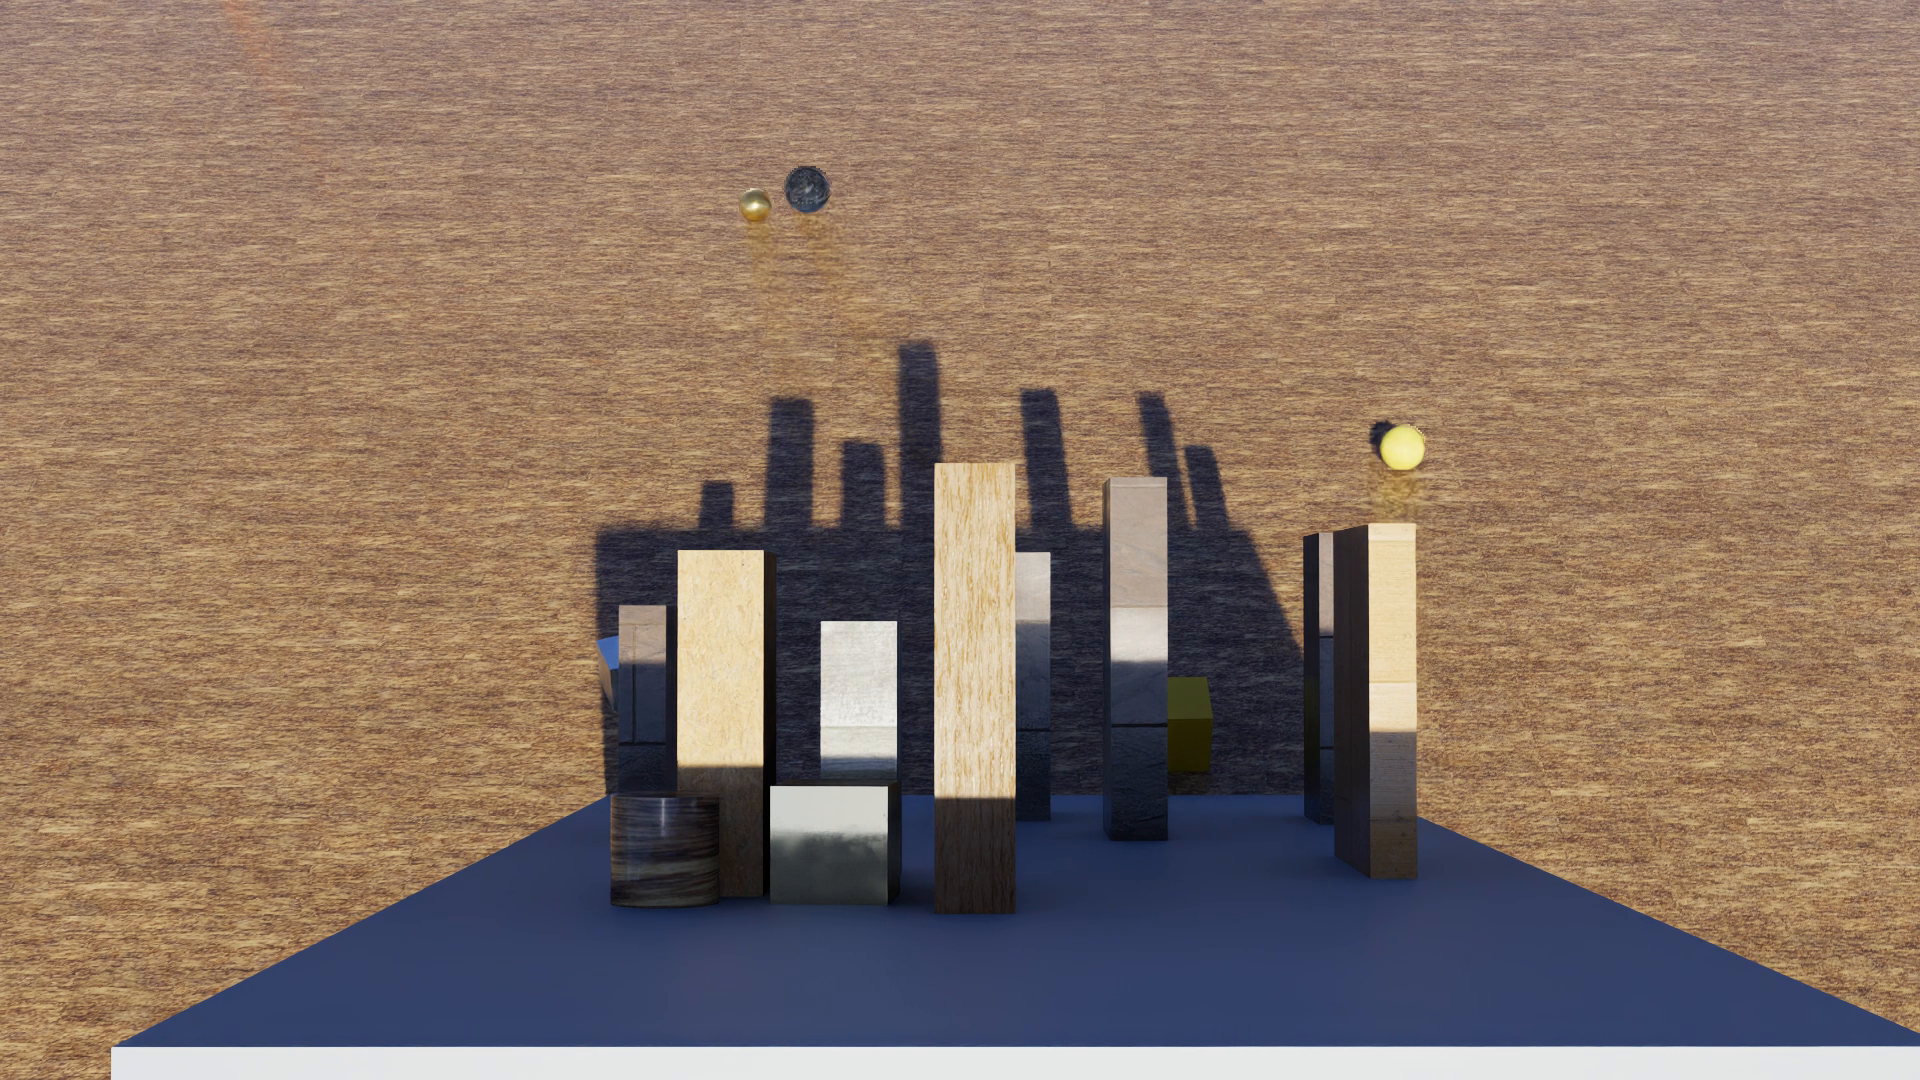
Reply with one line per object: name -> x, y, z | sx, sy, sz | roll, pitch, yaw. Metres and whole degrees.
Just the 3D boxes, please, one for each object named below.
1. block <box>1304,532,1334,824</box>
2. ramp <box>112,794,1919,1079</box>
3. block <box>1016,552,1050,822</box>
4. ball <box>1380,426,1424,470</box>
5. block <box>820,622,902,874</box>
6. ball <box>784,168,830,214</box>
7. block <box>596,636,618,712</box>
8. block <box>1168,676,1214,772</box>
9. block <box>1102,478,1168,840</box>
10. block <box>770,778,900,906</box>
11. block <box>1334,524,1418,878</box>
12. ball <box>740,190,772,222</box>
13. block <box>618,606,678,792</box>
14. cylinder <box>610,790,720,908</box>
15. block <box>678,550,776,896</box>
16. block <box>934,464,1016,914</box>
block -> 0.856, 0.316, 5.983 | 0.092, 0.657, 0.271 | 0, -2, 0
ramp -> 0.077, 0.661, 4.822 | 2.000, 0.100, 4.000 | 0, -2, 0
block -> 0.155, 0.341, 6.105 | 0.103, 0.616, 0.288 | 0, -2, 0
ball -> 1.401, -0.290, 8.226 | 0.141, 0.141, 0.141 | 0, 35, 0
block -> -0.172, 0.375, 4.616 | 0.129, 0.460, 0.394 | 0, -2, 0
ball -> -0.569, -1.300, 9.660 | 0.168, 0.168, 0.168 | 0, 35, 0
block -> -0.925, 0.364, 7.277 | 0.146, 0.146, 0.146 | -13, 37, -18
block -> 0.583, 0.500, 7.050 | 0.181, 0.181, 0.181 | -1, 35, -1
block -> 0.375, 0.253, 5.584 | 0.119, 0.761, 0.300 | 0, -2, 0
block -> -0.205, 0.500, 4.316 | 0.192, 0.192, 0.192 | 0, -2, 5
block -> 0.776, 0.295, 4.875 | 0.084, 0.635, 0.444 | 0, -2, 0
ball -> -0.757, -1.236, 9.613 | 0.117, 0.117, 0.117 | 0, 35, 0
block -> -0.662, 0.386, 5.536 | 0.098, 0.492, 0.264 | 0, -2, 0
cylinder -> -0.483, 0.505, 4.255 | 0.177, 0.177, 0.177 | 0, -2, 0
block -> -0.401, 0.312, 4.504 | 0.143, 0.579, 0.311 | 0, -2, 0
block -> 0.024, 0.240, 4.327 | 0.127, 0.711, 0.447 | 0, -2, 0
